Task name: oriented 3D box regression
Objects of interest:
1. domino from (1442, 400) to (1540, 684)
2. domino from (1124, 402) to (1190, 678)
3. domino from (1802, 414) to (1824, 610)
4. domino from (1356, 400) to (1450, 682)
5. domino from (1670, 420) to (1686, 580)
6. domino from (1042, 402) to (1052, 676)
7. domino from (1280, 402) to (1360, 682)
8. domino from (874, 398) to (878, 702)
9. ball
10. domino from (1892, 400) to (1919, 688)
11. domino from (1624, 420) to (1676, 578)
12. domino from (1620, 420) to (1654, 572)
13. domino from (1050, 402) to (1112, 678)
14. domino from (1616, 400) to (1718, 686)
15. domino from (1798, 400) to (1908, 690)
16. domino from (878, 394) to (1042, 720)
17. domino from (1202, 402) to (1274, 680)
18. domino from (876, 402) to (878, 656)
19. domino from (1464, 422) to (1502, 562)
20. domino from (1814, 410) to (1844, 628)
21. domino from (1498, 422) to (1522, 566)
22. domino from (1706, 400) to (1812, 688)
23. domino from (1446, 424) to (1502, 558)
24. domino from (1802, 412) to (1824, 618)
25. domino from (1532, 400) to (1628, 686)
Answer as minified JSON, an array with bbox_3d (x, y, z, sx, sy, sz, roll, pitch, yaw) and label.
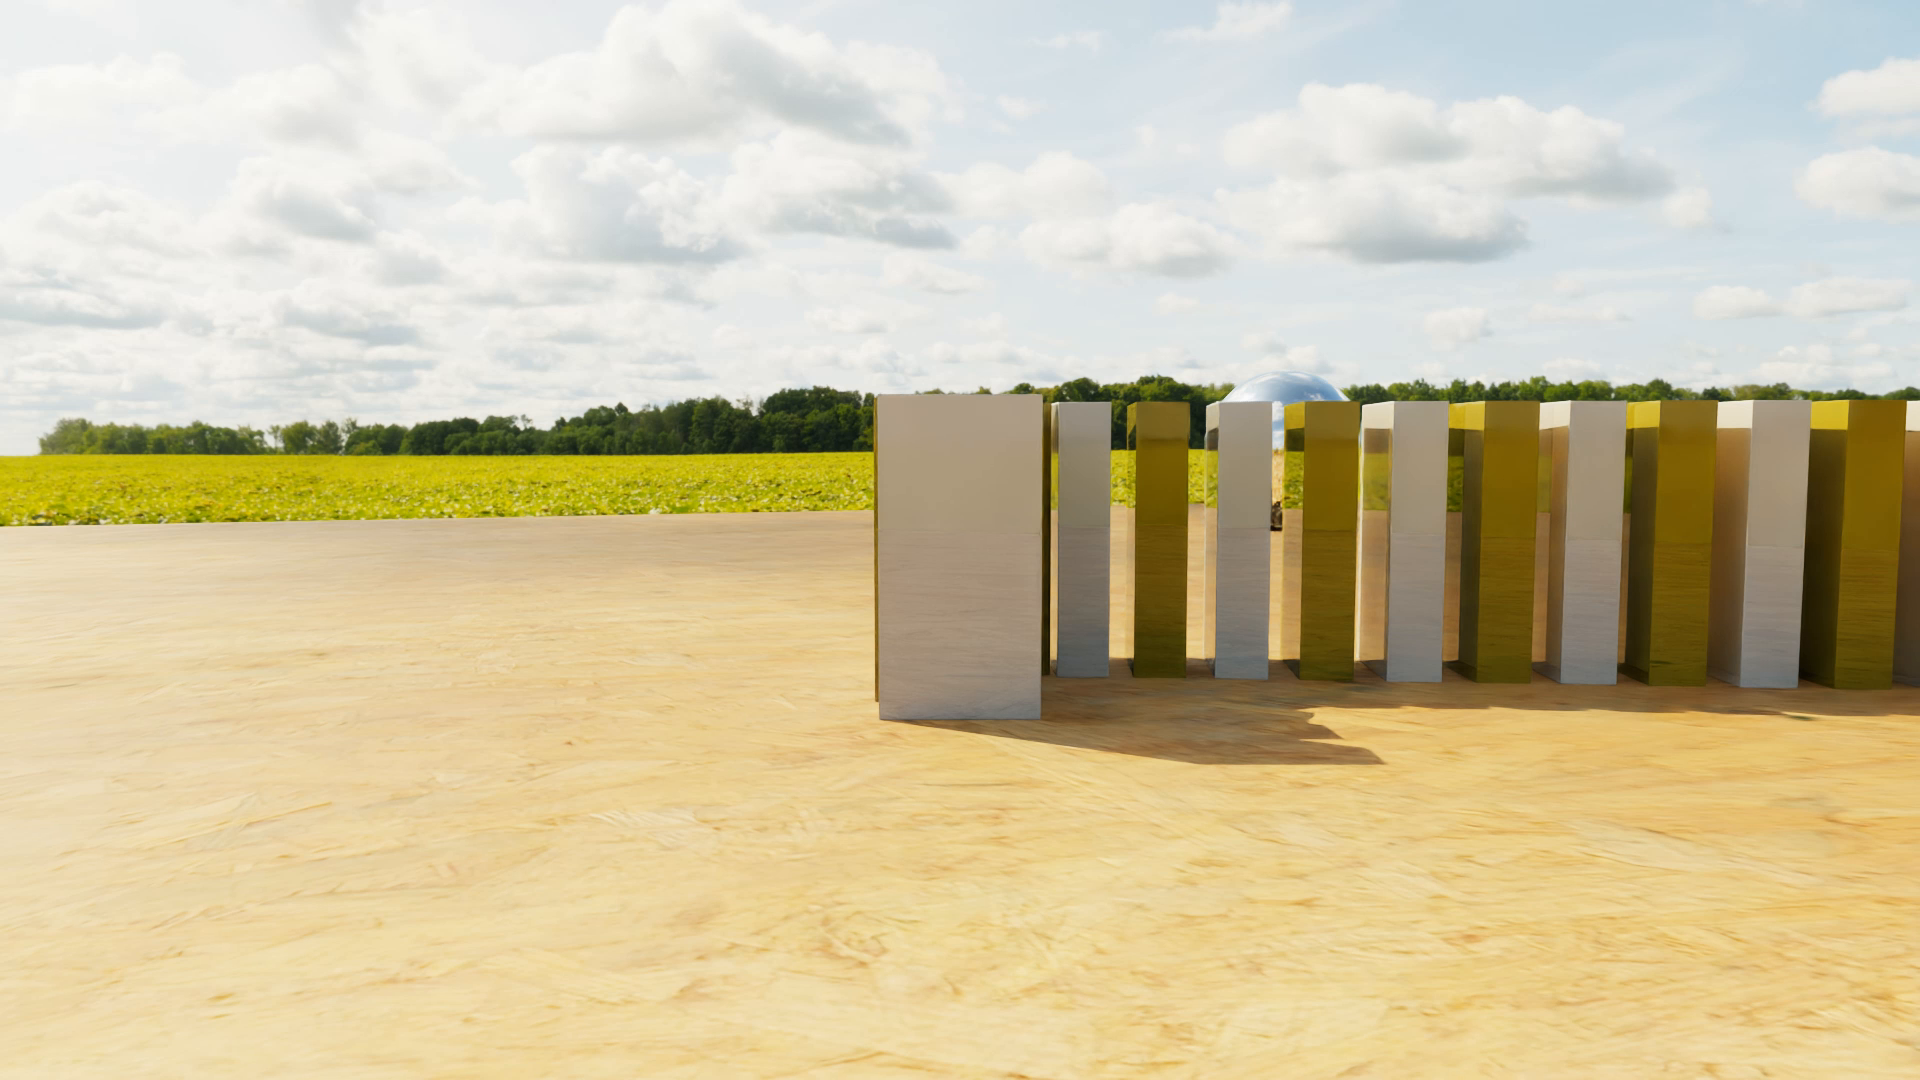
[{"bbox_3d":[0.097,0.000,0.239,0.010,0.050,0.025,0,4,3],"label":"domino"},{"bbox_3d":[0.037,-0.001,0.244,0.009,0.050,0.025,0,4,4],"label":"domino"},{"bbox_3d":[0.229,-0.007,0.323,0.010,0.050,0.025,-4,6,-39],"label":"domino"},{"bbox_3d":[0.082,0.000,0.240,0.009,0.050,0.025,0,4,5],"label":"domino"},{"bbox_3d":[0.236,-0.013,0.404,0.025,0.050,0.009,-3,5,-31],"label":"domino"},{"bbox_3d":[0.007,-0.001,0.244,0.010,0.050,0.025,-2,5,-24],"label":"domino"},{"bbox_3d":[0.067,-0.001,0.241,0.009,0.050,0.025,0,4,6],"label":"domino"},{"bbox_3d":[-0.002,0.001,0.215,0.025,0.050,0.010,0,4,-2],"label":"domino"},{"bbox_3d":[0.165,-0.047,0.653,0.080,0.080,0.080,0,4,0],"label":"ball"},{"bbox_3d":[0.173,0.000,0.232,0.010,0.050,0.025,0,4,0],"label":"domino"},{"bbox_3d":[0.228,-0.014,0.417,0.025,0.050,0.010,-3,5,-33],"label":"domino"},{"bbox_3d":[0.220,-0.015,0.429,0.025,0.050,0.009,-3,5,-34],"label":"domino"},{"bbox_3d":[0.022,-0.001,0.245,0.009,0.050,0.025,0,4,-2],"label":"domino"},{"bbox_3d":[0.127,0.000,0.236,0.010,0.050,0.025,0,4,6],"label":"domino"},{"bbox_3d":[0.157,0.000,0.233,0.009,0.050,0.025,0,4,4],"label":"domino"},{"bbox_3d":[0.000,0.002,0.201,0.025,0.050,0.010,0,4,0],"label":"domino"},{"bbox_3d":[0.052,-0.001,0.243,0.010,0.050,0.025,0,4,6],"label":"domino"},{"bbox_3d":[-0.002,0.000,0.229,0.025,0.050,0.009,2,5,23],"label":"domino"},{"bbox_3d":[0.198,-0.018,0.469,0.025,0.050,0.009,-1,4,-17],"label":"domino"},{"bbox_3d":[0.215,-0.005,0.298,0.025,0.050,0.009,0,4,3],"label":"domino"},{"bbox_3d":[0.204,-0.017,0.455,0.025,0.050,0.010,-2,5,-27],"label":"domino"},{"bbox_3d":[0.142,0.000,0.234,0.009,0.050,0.025,0,4,6],"label":"domino"},{"bbox_3d":[0.195,-0.019,0.483,0.025,0.050,0.009,-1,4,-10],"label":"domino"},{"bbox_3d":[0.218,-0.006,0.312,0.025,0.050,0.009,2,5,29],"label":"domino"},{"bbox_3d":[0.112,0.000,0.238,0.010,0.050,0.025,0,4,5],"label":"domino"}]
